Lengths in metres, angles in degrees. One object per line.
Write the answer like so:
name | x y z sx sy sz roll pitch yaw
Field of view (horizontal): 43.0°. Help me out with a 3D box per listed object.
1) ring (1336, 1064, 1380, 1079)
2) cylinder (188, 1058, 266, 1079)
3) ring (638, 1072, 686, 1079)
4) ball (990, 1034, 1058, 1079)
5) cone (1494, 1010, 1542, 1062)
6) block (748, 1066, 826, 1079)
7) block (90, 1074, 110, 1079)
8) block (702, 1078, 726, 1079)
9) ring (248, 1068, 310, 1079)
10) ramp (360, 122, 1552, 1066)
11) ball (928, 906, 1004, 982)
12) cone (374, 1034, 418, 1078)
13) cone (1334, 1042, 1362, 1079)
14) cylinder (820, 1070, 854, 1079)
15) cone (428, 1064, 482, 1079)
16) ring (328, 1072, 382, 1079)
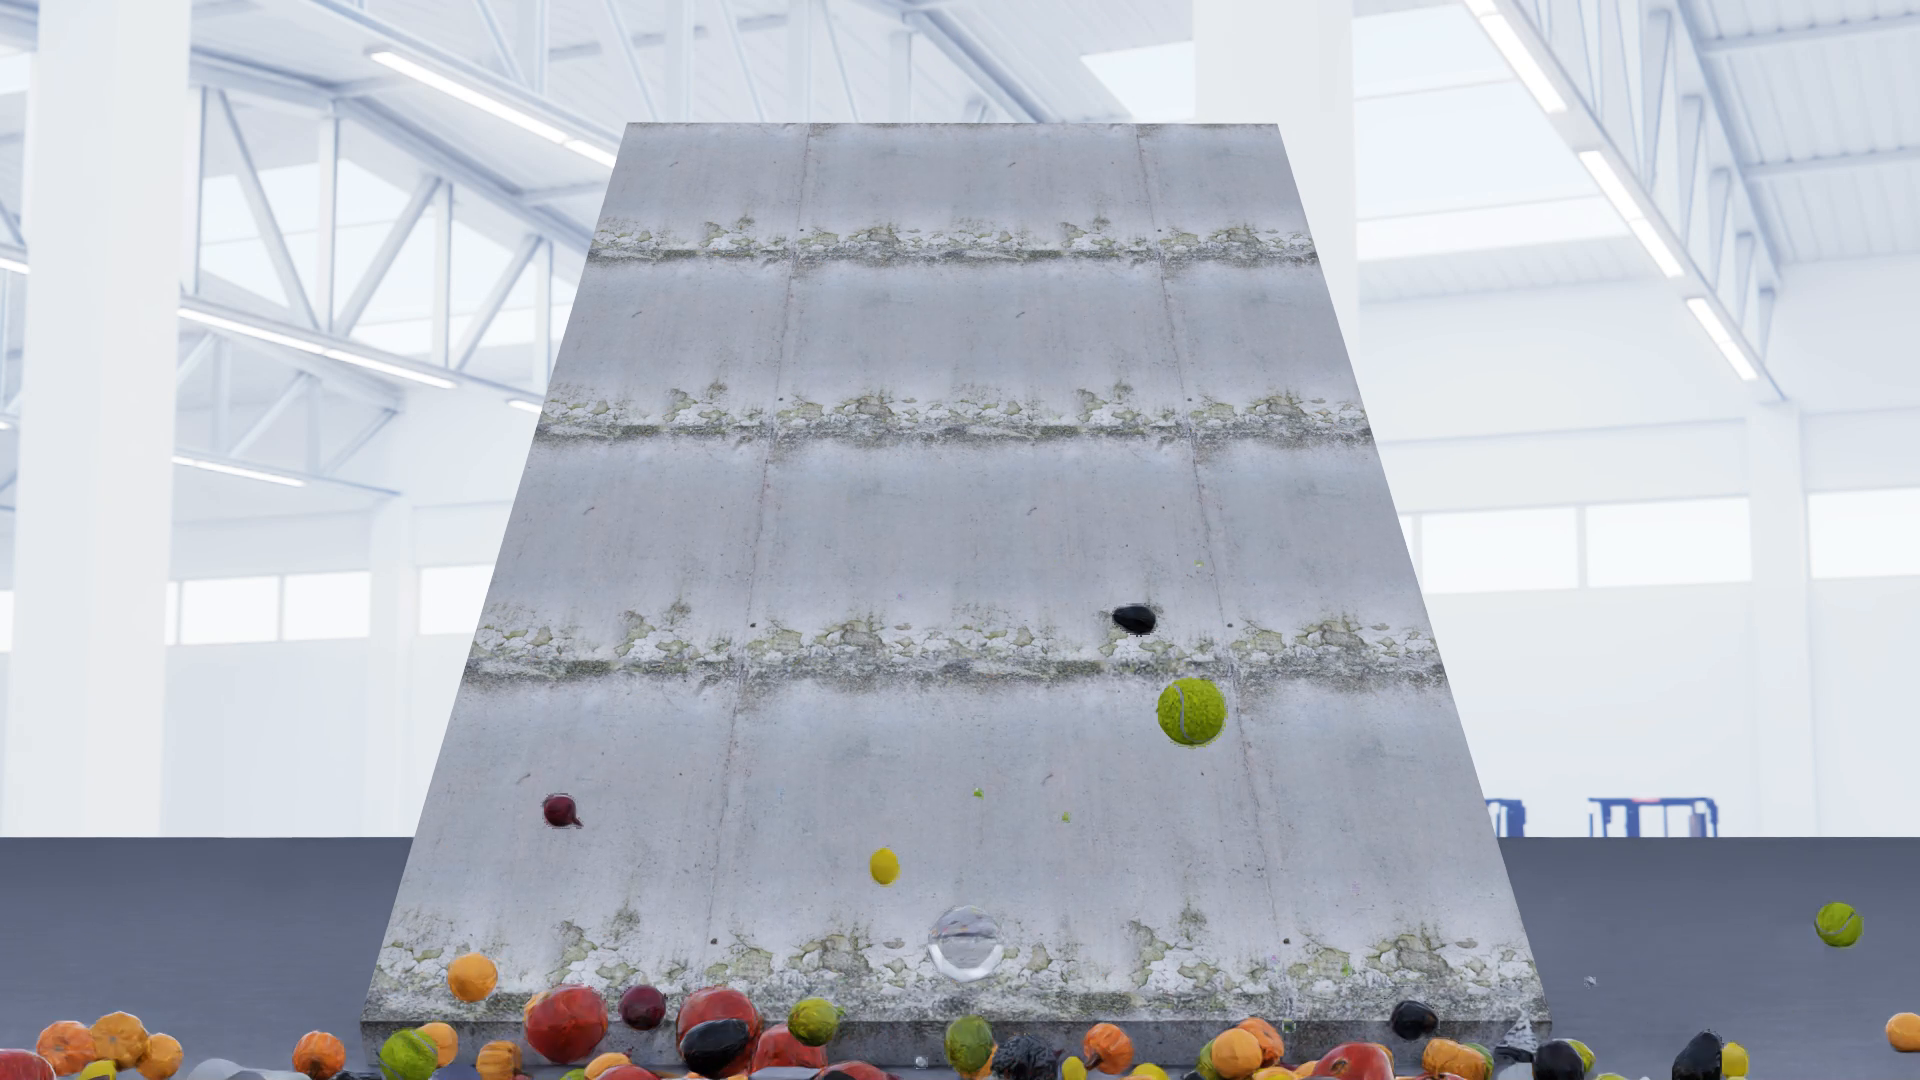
ring | 0.583 0.801 3.593 0.077 0.026 0.077 -28 9 5
cylinder | -0.969 0.734 3.224 0.082 0.082 0.082 7 -2 -45
ring | -0.447 0.818 3.664 0.080 0.027 0.080 7 0 0
ball | 0.085 0.699 3.219 0.090 0.090 0.090 0 -7 0
cone | 0.915 0.801 3.966 0.077 0.077 0.077 15 -24 7
block | -0.224 0.730 3.153 0.083 0.083 0.083 -1 -4 11
block | -1.093 0.719 3.073 0.055 0.055 0.055 -13 37 -21
block | -0.332 0.720 3.050 0.082 0.082 0.082 1 -7 -8
ring | -1.013 0.801 3.572 0.130 0.043 0.130 4 -10 1
ramp | -0.014 -0.196 5.818 2.000 0.100 4.000 0 31 0
ball | 0.008 0.519 3.134 0.098 0.098 0.098 0 -7 0
cone | -0.871 0.796 3.820 0.064 0.064 0.064 33 -27 20
cone | 0.600 0.805 3.733 0.076 0.076 0.076 0 -7 0
cylinder | -0.151 0.655 2.709 0.094 0.094 0.094 -41 -23 19
cone | -0.665 0.768 3.285 0.095 0.095 0.095 -2 -34 18
ring | -0.919 0.824 3.695 0.086 0.029 0.086 -1 -7 0
